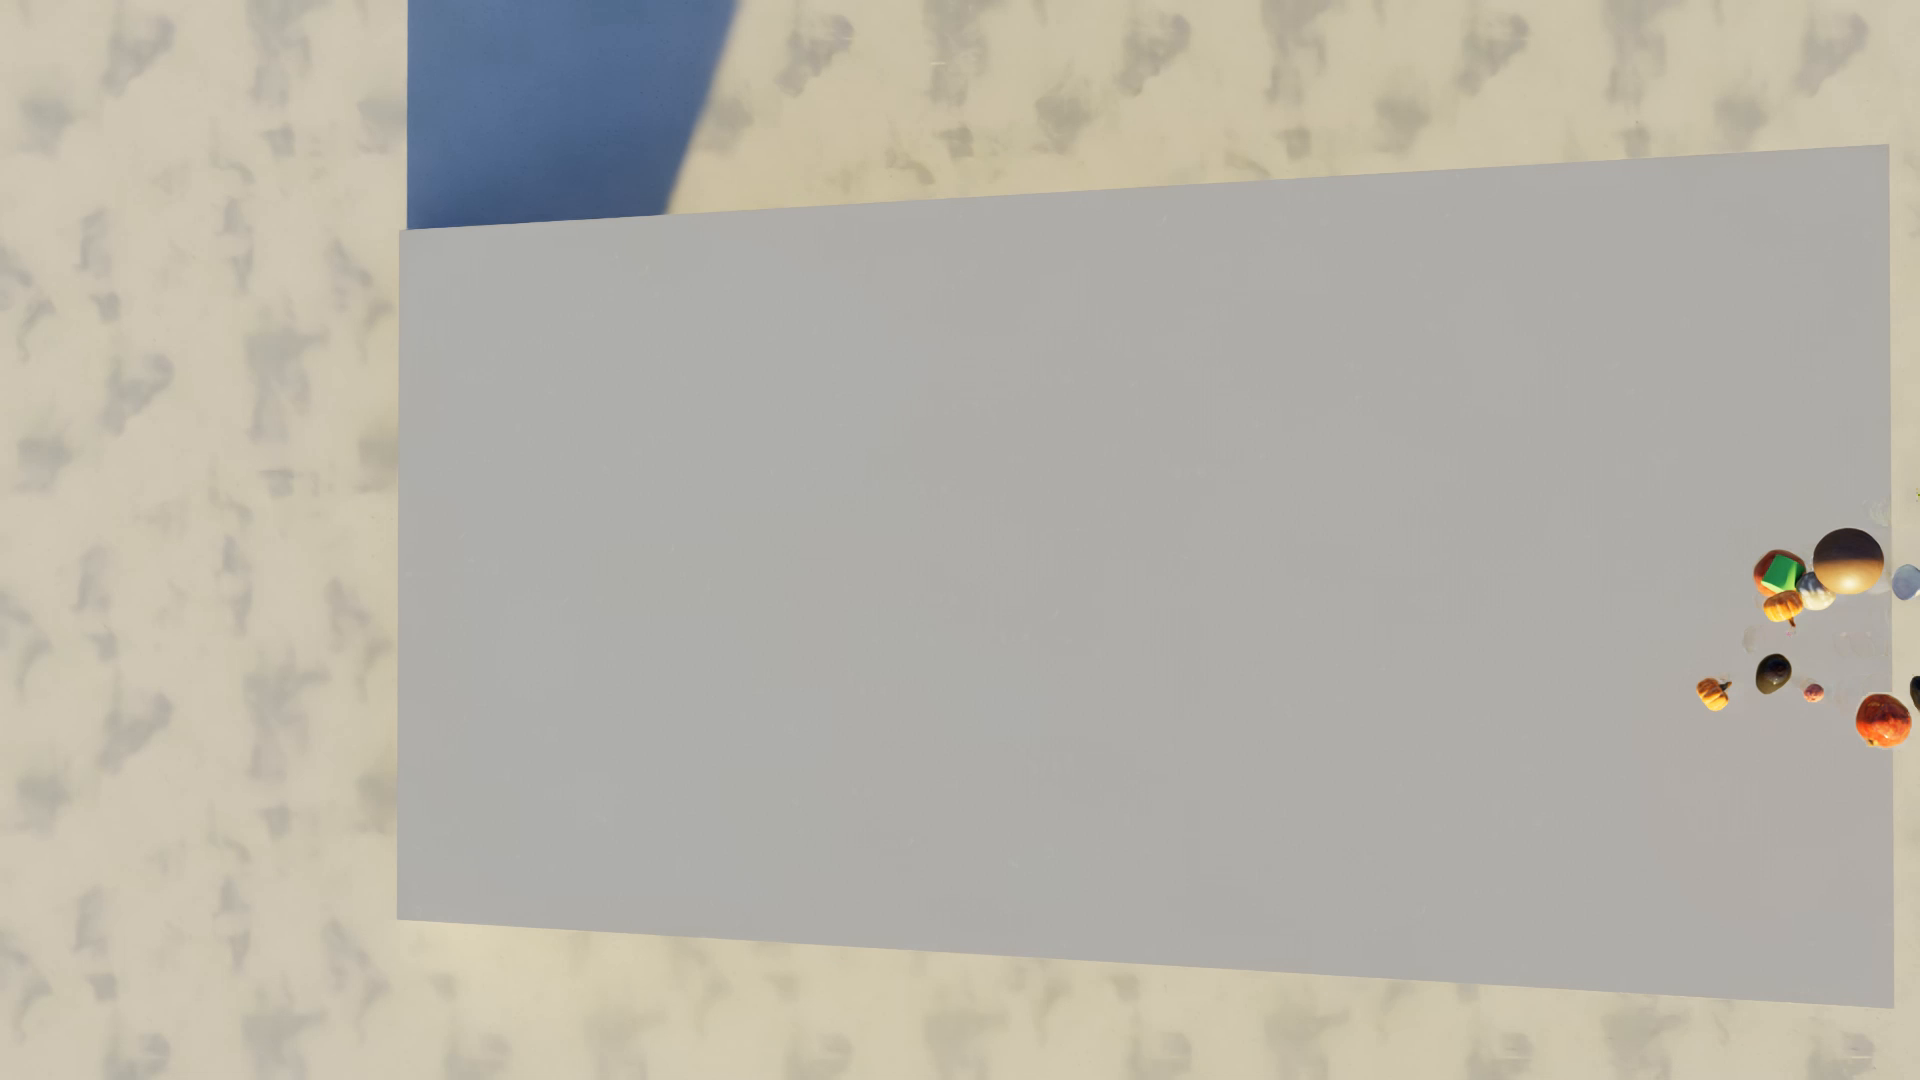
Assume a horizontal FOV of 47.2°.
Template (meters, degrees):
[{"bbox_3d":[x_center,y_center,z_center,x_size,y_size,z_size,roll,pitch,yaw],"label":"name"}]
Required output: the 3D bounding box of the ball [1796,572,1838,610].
[{"bbox_3d":[1.809,0.107,4.646,0.083,0.083,0.083,0,89,0],"label":"ball"}]

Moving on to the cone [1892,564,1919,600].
[{"bbox_3d":[2.038,0.095,4.667,0.078,0.078,0.078,10,89,-22],"label":"cone"}]

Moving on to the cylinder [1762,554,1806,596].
[{"bbox_3d":[1.755,0.076,4.688,0.066,0.066,0.066,30,90,0],"label":"cylinder"}]

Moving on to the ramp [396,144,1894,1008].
[{"bbox_3d":[0.278,0.091,5.779,4.000,0.100,2.000,0,89,19],"label":"ramp"}]
